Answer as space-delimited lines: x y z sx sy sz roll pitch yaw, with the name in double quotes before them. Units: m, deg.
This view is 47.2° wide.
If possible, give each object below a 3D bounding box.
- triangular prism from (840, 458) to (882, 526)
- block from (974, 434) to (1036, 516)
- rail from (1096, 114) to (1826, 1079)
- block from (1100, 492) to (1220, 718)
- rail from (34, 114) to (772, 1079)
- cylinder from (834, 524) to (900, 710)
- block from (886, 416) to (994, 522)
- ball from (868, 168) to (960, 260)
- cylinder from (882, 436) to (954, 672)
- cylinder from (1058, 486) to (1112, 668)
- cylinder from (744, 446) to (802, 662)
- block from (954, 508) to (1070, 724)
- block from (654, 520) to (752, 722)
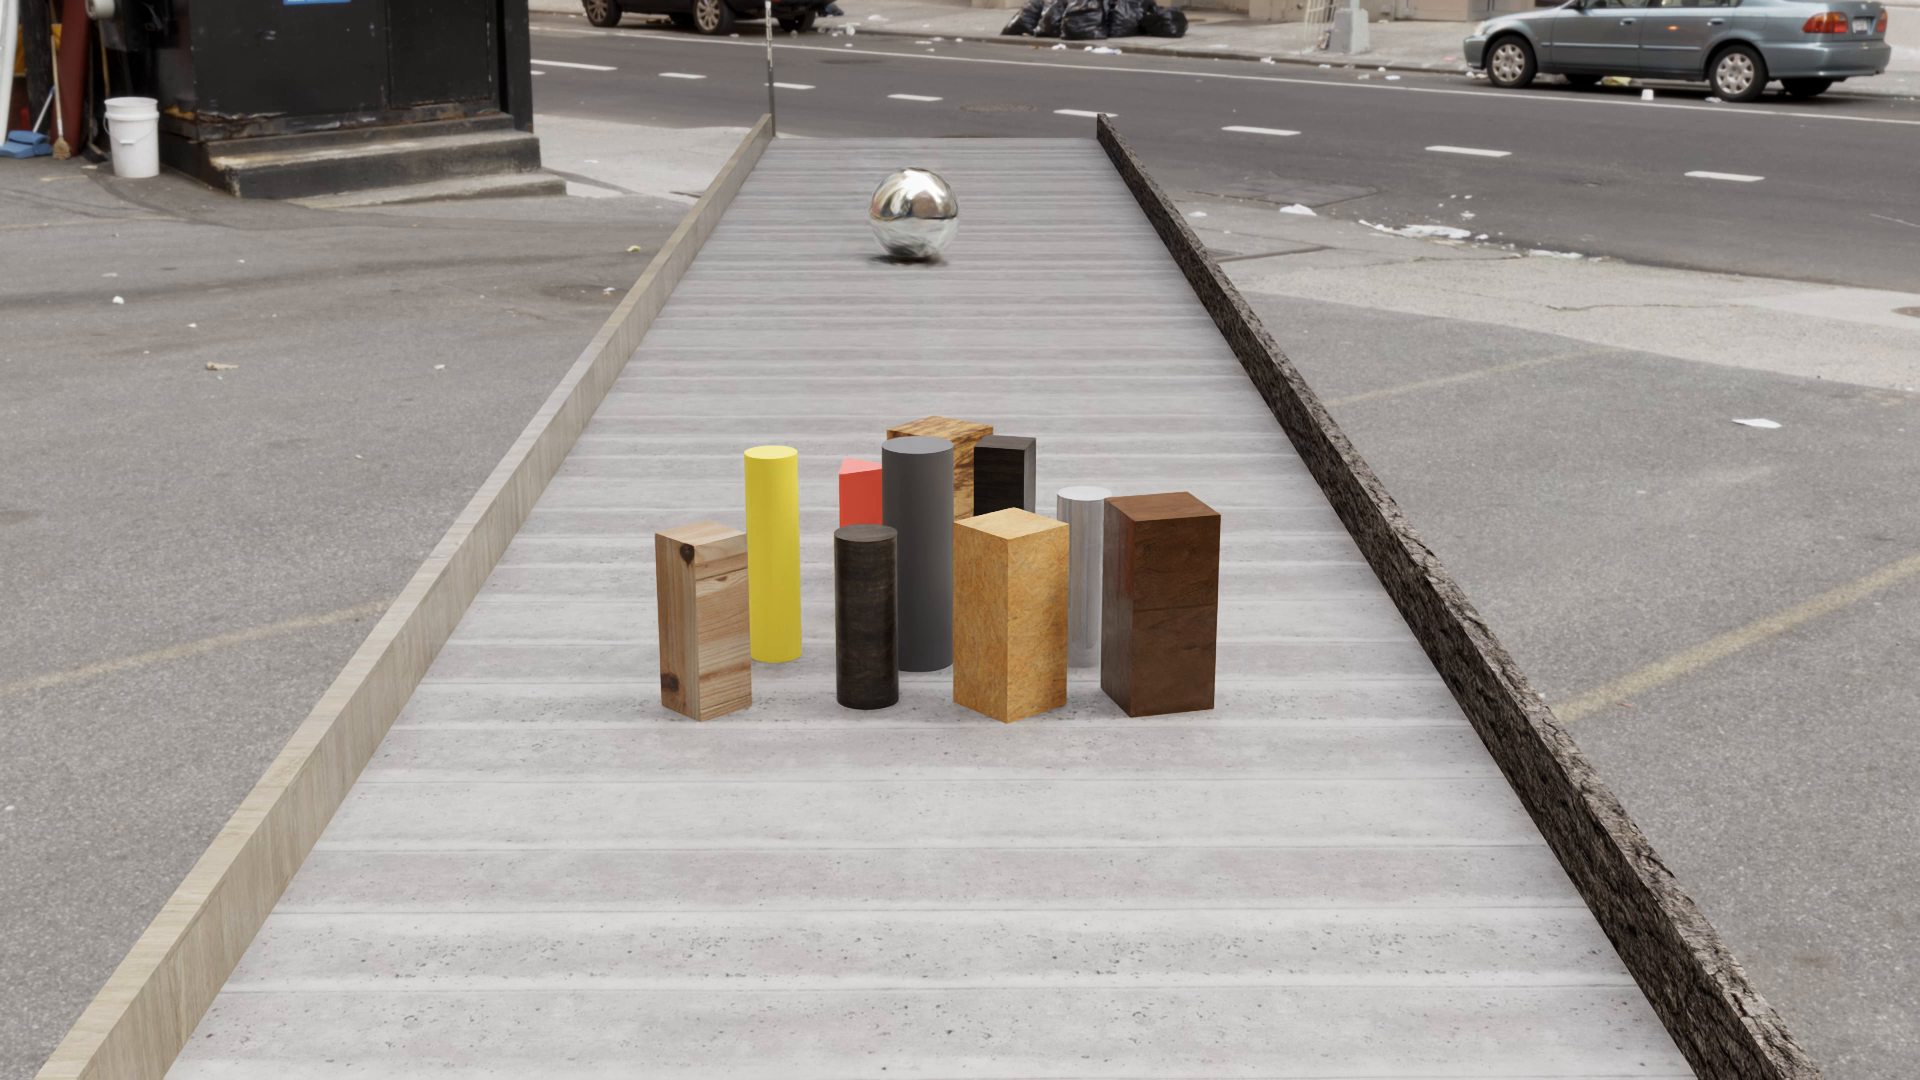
"triangular prism" -0.216 -0.003 4.663 0.129 0.327 0.112 -9 19 -27
"block" 0.095 -0.027 4.664 0.108 0.373 0.108 4 17 14
"rail" 0.932 -0.844 7.801 0.050 0.150 12.000 0 17 -1
"block" 0.376 0.120 4.154 0.168 0.382 0.168 -5 17 -15
"rail" -1.118 -0.838 7.780 0.050 0.150 12.000 0 17 -1
"cylinder" -0.176 0.145 4.159 0.120 0.331 0.120 0 17 0
"block" -0.044 -0.085 4.915 0.168 0.341 0.168 12 20 35
"ball" -0.190 -1.351 9.109 0.375 0.375 0.375 0 17 0
"cylinder" -0.083 0.028 4.351 0.141 0.446 0.141 0 17 0
"cylinder" 0.246 0.073 4.373 0.109 0.346 0.109 0 17 0
"cylinder" -0.372 0.029 4.391 0.105 0.421 0.105 0 17 0
"block" 0.095 0.139 4.132 0.153 0.357 0.153 -14 22 -39
"block" -0.480 0.151 4.121 0.122 0.342 0.122 -15 22 -42
